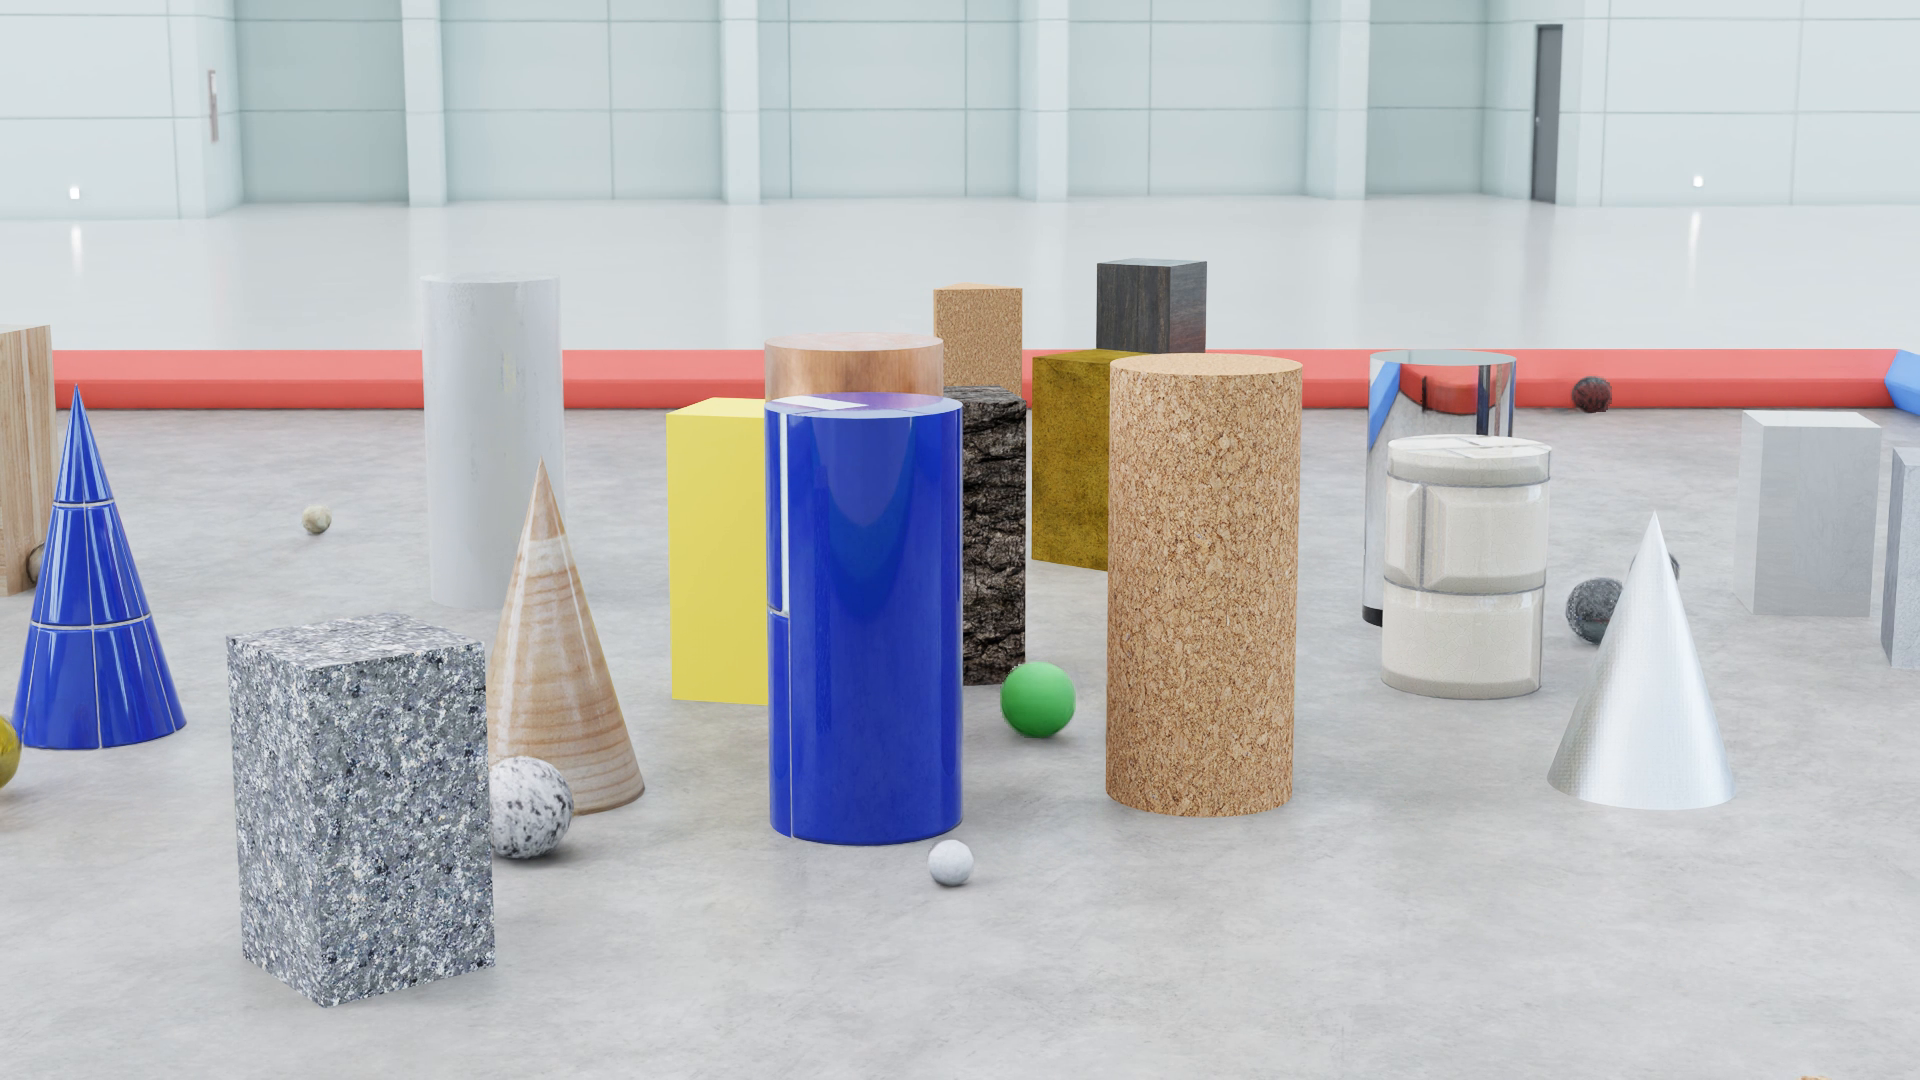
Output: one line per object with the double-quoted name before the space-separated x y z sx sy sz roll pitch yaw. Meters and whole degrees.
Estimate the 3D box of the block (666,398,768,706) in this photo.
"block" -0.241 0.011 2.992 0.151 0.332 0.151 3 11 15

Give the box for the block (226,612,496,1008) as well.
"block" -0.485 0.212 2.079 0.151 0.271 0.151 -8 14 -38

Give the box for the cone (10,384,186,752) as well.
"cone" -0.953 0.019 2.801 0.188 0.386 0.188 0 11 0

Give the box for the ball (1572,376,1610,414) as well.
"ball" 1.324 -0.305 5.382 0.078 0.078 0.078 0 11 0

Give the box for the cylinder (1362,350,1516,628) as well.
"cylinder" 0.628 -0.067 3.367 0.188 0.348 0.188 0 11 0

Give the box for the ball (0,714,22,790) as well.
"ball" -0.987 0.213 2.564 0.092 0.092 0.092 0 11 0

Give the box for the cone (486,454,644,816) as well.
"cone" -0.413 0.085 2.562 0.188 0.345 0.188 0 11 0

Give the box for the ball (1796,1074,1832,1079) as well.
"ball" 0.577 0.388 1.728 0.055 0.055 0.055 0 11 0

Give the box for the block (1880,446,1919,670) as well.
"block" 1.226 0.023 3.154 0.151 0.250 0.151 3 11 14

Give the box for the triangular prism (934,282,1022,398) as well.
"triangular prism" 0.021 -0.313 4.764 0.163 0.319 0.141 -2 11 -10

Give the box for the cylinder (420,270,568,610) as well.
"cylinder" -0.636 -0.140 3.508 0.188 0.440 0.188 0 11 0

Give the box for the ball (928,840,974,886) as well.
"ball" -0.008 0.289 2.298 0.041 0.041 0.041 0 11 0

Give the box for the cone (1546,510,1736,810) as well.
"cone" 0.696 0.109 2.596 0.188 0.285 0.188 0 11 0

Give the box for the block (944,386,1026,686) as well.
"block" -0.011 -0.007 3.073 0.151 0.338 0.151 -2 11 -11

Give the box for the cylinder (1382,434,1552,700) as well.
"cylinder" 0.597 0.029 3.030 0.188 0.283 0.188 0 11 0

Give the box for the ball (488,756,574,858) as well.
"ball" -0.406 0.247 2.375 0.094 0.094 0.094 0 11 0

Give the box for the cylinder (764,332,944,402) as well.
"cylinder" -0.112 0.005 2.740 0.188 0.436 0.188 0 11 0

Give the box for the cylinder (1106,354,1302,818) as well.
"cylinder" 0.242 0.040 2.558 0.188 0.434 0.188 0 11 0

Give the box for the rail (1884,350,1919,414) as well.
"rail" 1.990 0.029 3.461 0.045 0.122 4.099 0 11 0

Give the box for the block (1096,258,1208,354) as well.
"block" 0.355 -0.334 4.762 0.151 0.362 0.151 6 12 31

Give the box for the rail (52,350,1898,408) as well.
"rail" -0.012 -0.340 5.441 4.028 0.122 0.045 0 11 0

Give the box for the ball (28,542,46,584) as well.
"ball" -1.265 0.035 3.583 0.069 0.069 0.069 0 11 0

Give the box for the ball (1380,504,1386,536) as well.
"ball" 0.678 -0.031 3.931 0.070 0.070 0.070 0 11 0

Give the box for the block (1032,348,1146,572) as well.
"block" 0.212 -0.121 3.783 0.151 0.301 0.151 9 14 40

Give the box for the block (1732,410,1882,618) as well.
"block" 1.141 -0.038 3.465 0.151 0.254 0.151 1 11 6

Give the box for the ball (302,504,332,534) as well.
"ball" -1.005 -0.032 4.008 0.045 0.045 0.045 0 11 0

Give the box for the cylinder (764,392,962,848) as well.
"cylinder" -0.091 0.072 2.464 0.188 0.406 0.188 0 11 0

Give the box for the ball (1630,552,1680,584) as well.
"ball" 0.958 0.044 3.537 0.067 0.067 0.067 0 11 0

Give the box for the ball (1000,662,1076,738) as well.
"ball" 0.086 0.174 2.800 0.083 0.083 0.083 0 11 0

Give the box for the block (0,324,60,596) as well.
"block" -1.371 -0.115 3.590 0.151 0.361 0.151 2 11 12

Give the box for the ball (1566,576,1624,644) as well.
"ball" 0.811 0.089 3.251 0.084 0.084 0.084 0 11 0
